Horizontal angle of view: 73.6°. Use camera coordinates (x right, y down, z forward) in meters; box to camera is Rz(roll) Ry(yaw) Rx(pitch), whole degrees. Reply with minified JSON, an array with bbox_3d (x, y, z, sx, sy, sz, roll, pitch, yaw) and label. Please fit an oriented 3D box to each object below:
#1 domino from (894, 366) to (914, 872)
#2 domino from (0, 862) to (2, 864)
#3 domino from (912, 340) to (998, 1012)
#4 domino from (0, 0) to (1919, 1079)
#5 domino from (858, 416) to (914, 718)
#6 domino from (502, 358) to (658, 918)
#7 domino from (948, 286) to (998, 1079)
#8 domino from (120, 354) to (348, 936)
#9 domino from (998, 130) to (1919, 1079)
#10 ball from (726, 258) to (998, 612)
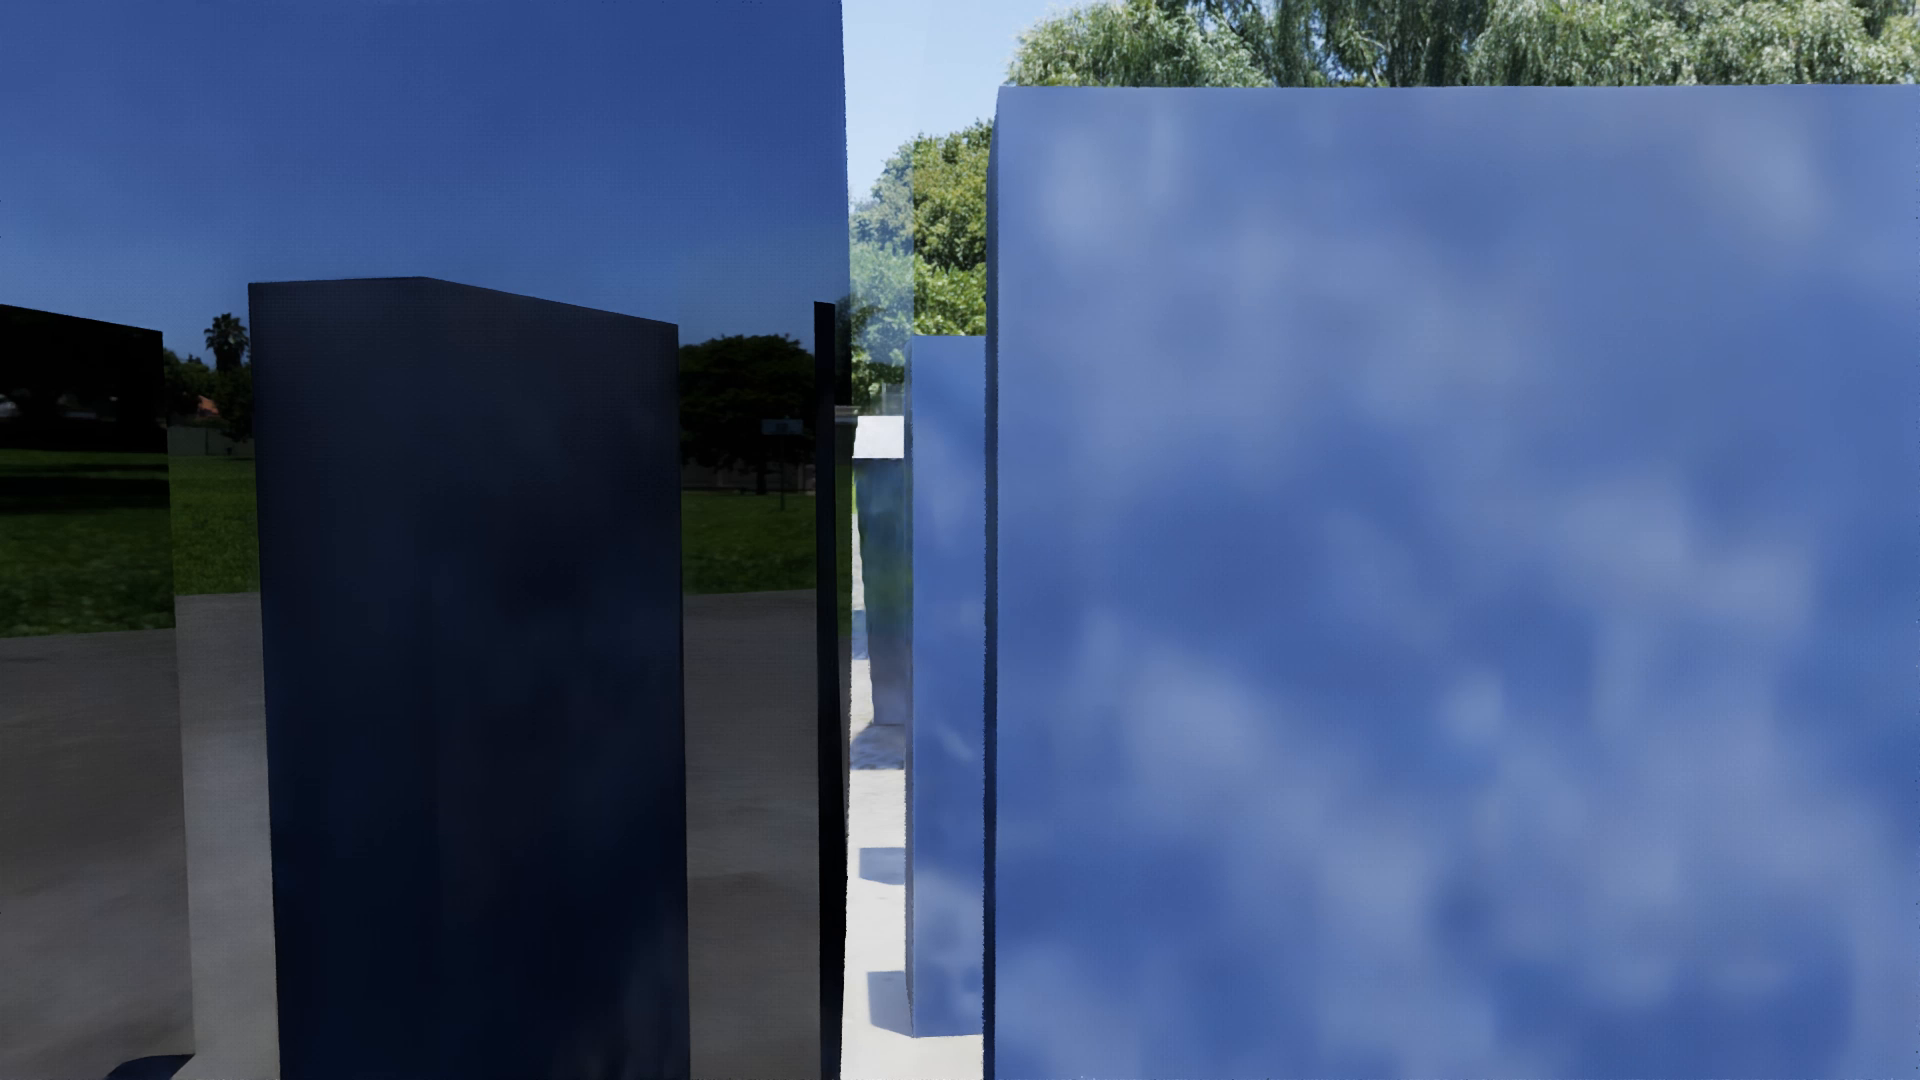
[{"bbox_3d":[0.006,0.008,0.131,0.025,0.050,0.010,0,4,-4],"label":"domino"},{"bbox_3d":[-0.098,0.009,0.115,0.010,0.050,0.025,-1,4,-15],"label":"domino"},{"bbox_3d":[0.009,0.010,0.100,0.025,0.050,0.009,0,4,-6],"label":"domino"},{"bbox_3d":[0.012,0.017,0.006,0.025,0.050,0.009,1,4,8],"label":"domino"},{"bbox_3d":[0.000,0.005,0.186,0.025,0.050,0.010,0,40,1],"label":"domino"},{"bbox_3d":[-0.037,0.008,0.127,0.010,0.050,0.025,0,4,-6],"label":"domino"},{"bbox_3d":[0.012,0.012,0.069,0.025,0.050,0.010,0,4,-5],"label":"domino"},{"bbox_3d":[-0.068,0.008,0.122,0.009,0.050,0.025,-1,4,-10],"label":"domino"},{"bbox_3d":[0.014,0.015,0.037,0.025,0.050,0.009,0,4,-1],"label":"domino"},{"bbox_3d":[-0.012,-0.023,0.291,0.080,0.080,0.080,0,4,0],"label":"ball"}]
